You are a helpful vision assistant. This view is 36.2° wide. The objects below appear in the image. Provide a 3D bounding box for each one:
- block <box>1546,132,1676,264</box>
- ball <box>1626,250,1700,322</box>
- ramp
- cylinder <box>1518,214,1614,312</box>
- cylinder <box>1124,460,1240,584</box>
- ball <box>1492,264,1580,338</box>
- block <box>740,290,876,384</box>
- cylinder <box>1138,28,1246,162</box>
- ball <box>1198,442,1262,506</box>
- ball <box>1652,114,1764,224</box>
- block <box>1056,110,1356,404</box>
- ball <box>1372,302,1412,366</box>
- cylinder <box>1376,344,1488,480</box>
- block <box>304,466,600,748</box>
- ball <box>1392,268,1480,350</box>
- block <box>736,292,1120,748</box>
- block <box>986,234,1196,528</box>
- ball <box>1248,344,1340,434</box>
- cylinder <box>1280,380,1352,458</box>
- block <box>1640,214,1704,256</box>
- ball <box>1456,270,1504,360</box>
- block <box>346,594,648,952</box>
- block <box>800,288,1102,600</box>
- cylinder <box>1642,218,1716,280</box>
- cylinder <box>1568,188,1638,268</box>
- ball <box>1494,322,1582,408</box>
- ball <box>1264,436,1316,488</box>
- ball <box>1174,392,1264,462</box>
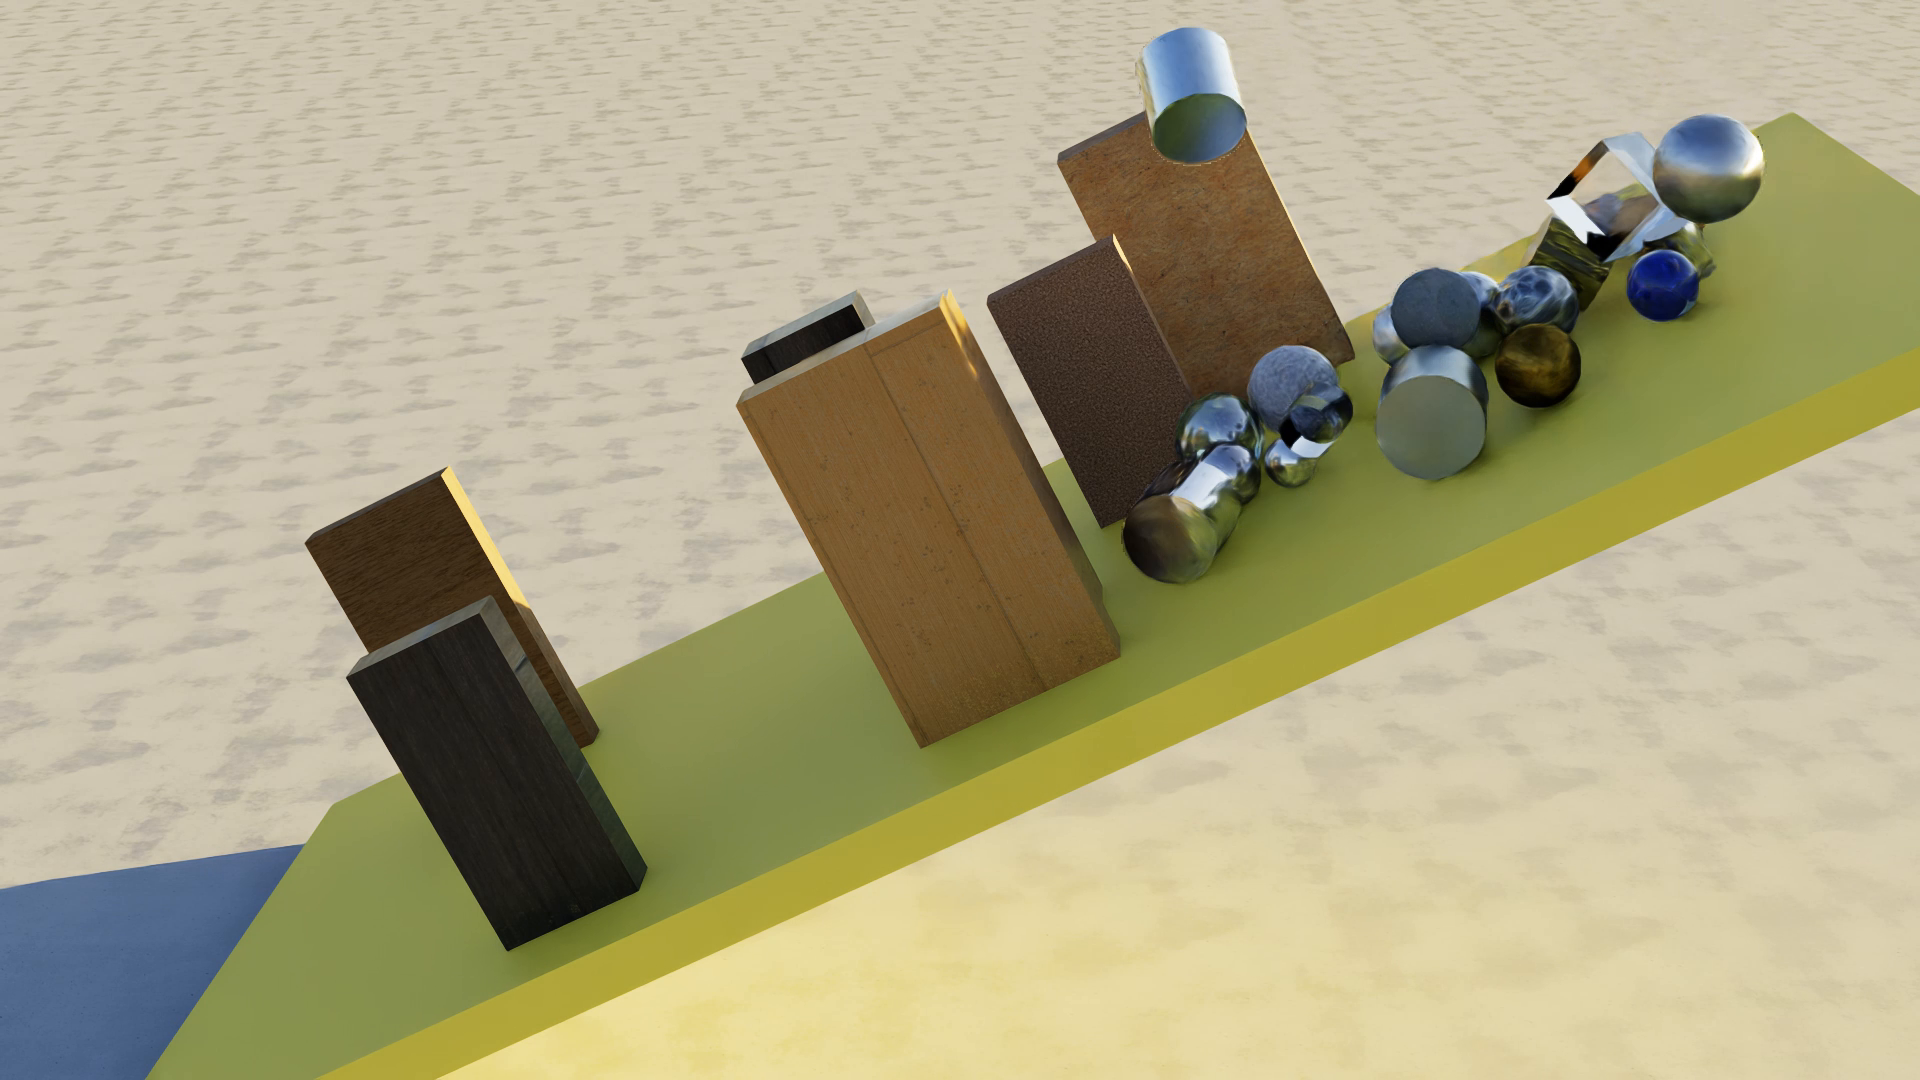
[{"bbox_3d":[1.362,-0.708,6.063,0.179,0.179,0.179,-18,64,-50],"label":"block"},{"bbox_3d":[1.389,-0.503,5.814,0.143,0.143,0.143,0,17,0],"label":"ball"},{"bbox_3d":[0.139,0.168,6.281,4.000,0.100,2.000,-25,14,10],"label":"ramp"},{"bbox_3d":[1.268,-0.579,6.147,0.153,0.153,0.153,28,19,0],"label":"cylinder"},{"bbox_3d":[0.440,-0.036,5.818,0.189,0.189,0.189,6,24,18],"label":"cylinder"},{"bbox_3d":[1.183,-0.477,6.046,0.176,0.176,0.176,0,17,0],"label":"ball"},{"bbox_3d":[-0.170,-0.138,6.228,0.262,0.730,0.146,-25,14,10],"label":"block"},{"bbox_3d":[0.491,-0.944,6.244,0.202,0.202,0.202,-2,52,-8],"label":"cylinder"},{"bbox_3d":[0.553,-0.133,6.076,0.140,0.140,0.140,0,17,0],"label":"ball"},{"bbox_3d":[1.436,-0.713,5.648,0.209,0.209,0.209,0,17,0],"label":"ball"},{"bbox_3d":[0.567,-0.655,6.759,0.415,0.705,0.146,-25,14,10],"label":"block"},{"bbox_3d":[0.973,-0.447,6.377,0.159,0.159,0.159,0,17,0],"label":"ball"},{"bbox_3d":[0.909,-0.248,5.658,0.207,0.207,0.207,3,20,10],"label":"cylinder"},{"bbox_3d":[-1.179,0.228,6.851,0.366,0.721,0.086,-25,14,10],"label":"block"},{"bbox_3d":[0.949,-0.455,5.875,0.175,0.175,0.175,0,17,0],"label":"ball"},{"bbox_3d":[-0.054,-0.031,5.560,0.425,0.754,0.119,-25,14,10],"label":"block"},{"bbox_3d":[0.320,-0.343,6.399,0.304,0.560,0.096,-25,14,10],"label":"block"},{"bbox_3d":[0.716,-0.320,6.312,0.197,0.197,0.197,0,17,0],"label":"ball"},{"bbox_3d":[0.715,-0.243,5.909,0.115,0.115,0.115,8,31,25],"label":"cylinder"},{"bbox_3d":[1.486,-0.662,6.200,0.105,0.105,0.105,-6,45,45],"label":"block"},{"bbox_3d":[1.069,-0.473,6.217,0.192,0.192,0.192,0,17,0],"label":"ball"},{"bbox_3d":[-0.888,0.452,5.669,0.294,0.626,0.115,-25,14,10],"label":"block"},{"bbox_3d":[-0.017,-0.115,5.923,0.336,0.695,0.131,-25,14,10],"label":"block"},{"bbox_3d":[1.471,-0.586,6.019,0.115,0.115,0.115,-26,13,6],"label":"cylinder"},{"bbox_3d":[1.411,-0.676,6.383,0.128,0.128,0.128,-28,22,-6],"label":"cylinder"},{"bbox_3d":[1.117,-0.337,5.683,0.164,0.164,0.164,0,17,0],"label":"ball"},{"bbox_3d":[0.675,-0.161,6.011,0.107,0.107,0.107,0,17,0],"label":"ball"},{"bbox_3d":[0.554,-0.218,6.276,0.191,0.191,0.191,0,17,0],"label":"ball"}]
